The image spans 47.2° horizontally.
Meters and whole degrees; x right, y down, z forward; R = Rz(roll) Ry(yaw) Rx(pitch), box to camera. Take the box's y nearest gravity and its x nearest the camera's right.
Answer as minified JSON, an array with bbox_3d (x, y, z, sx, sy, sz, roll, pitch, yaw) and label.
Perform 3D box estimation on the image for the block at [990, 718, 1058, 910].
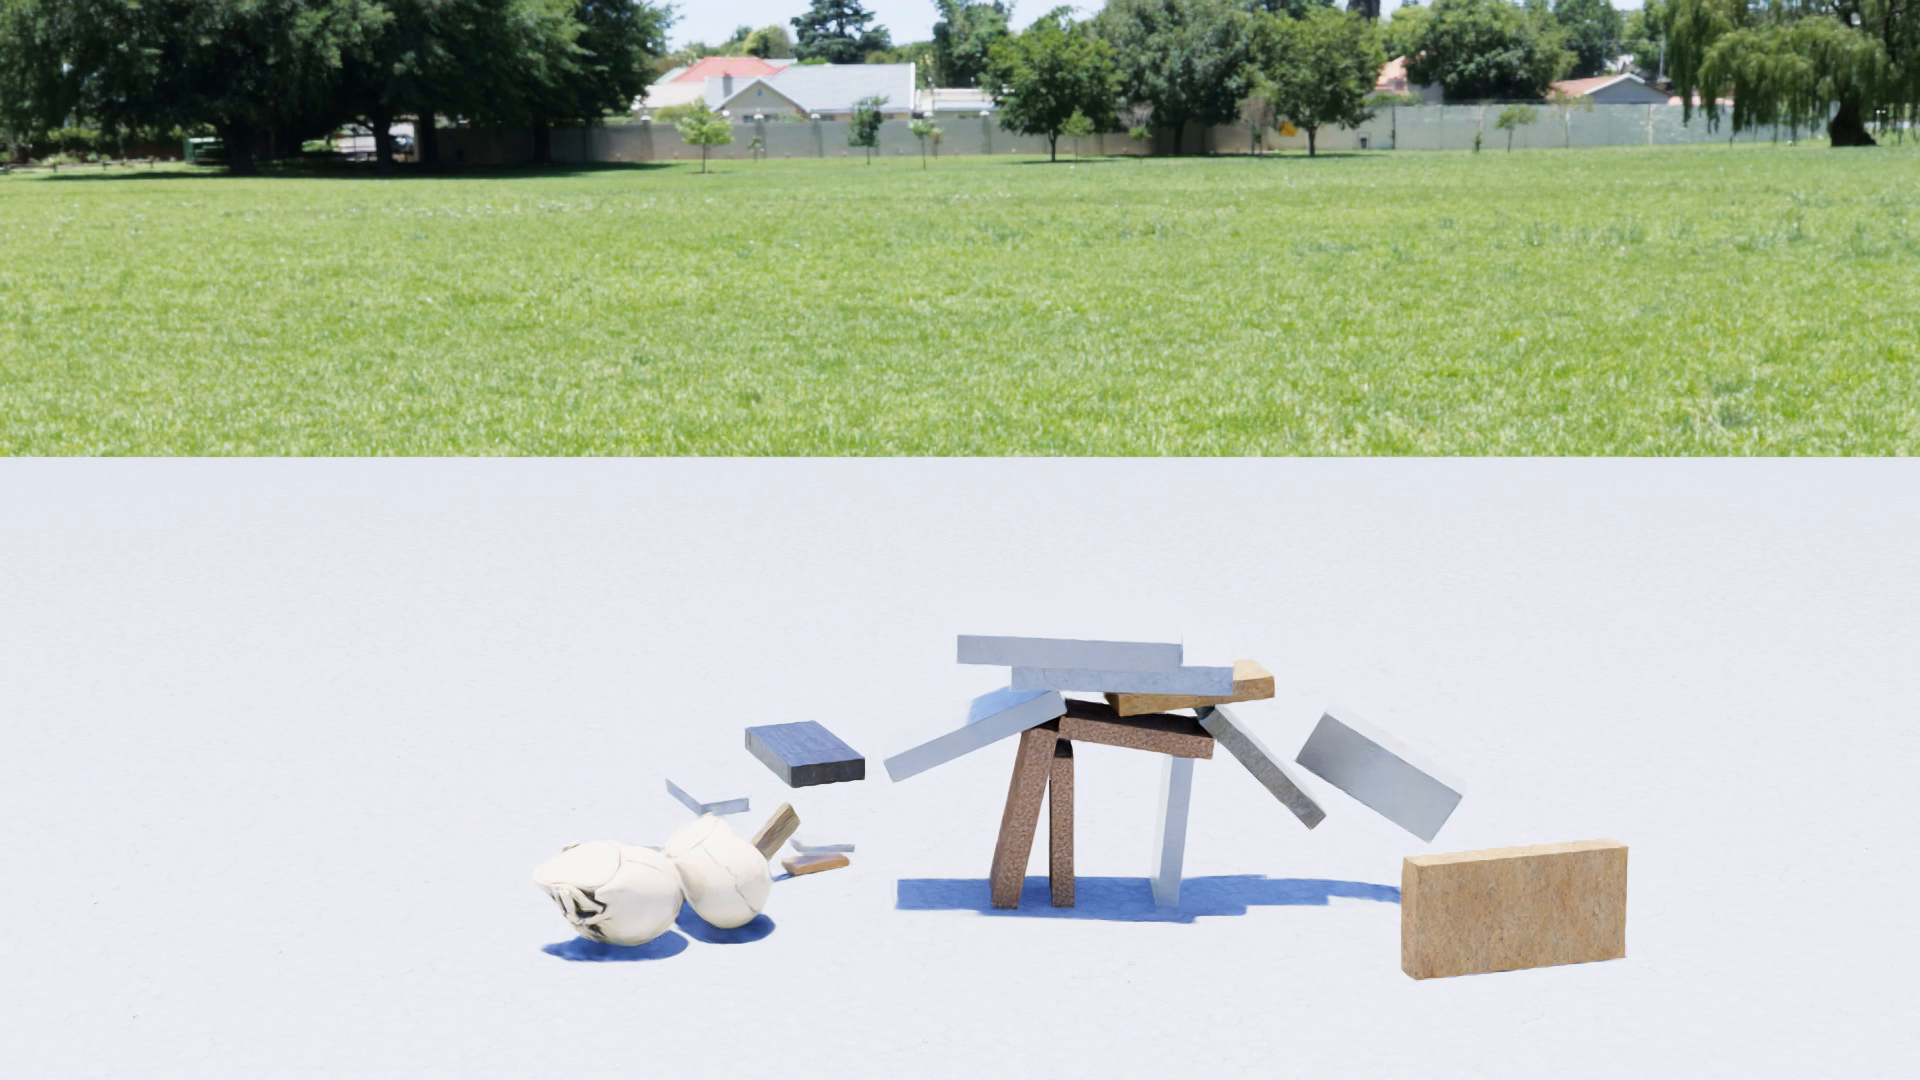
[{"bbox_3d":[0.104,0.439,3.640,0.043,0.306,0.153,12,10,-3],"label":"block"}]

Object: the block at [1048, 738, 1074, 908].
[{"bbox_3d":[0.168,0.466,3.643,0.036,0.254,0.127,-1,11,0],"label":"block"}]

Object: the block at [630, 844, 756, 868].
[{"bbox_3d":[-0.454,0.541,3.759,0.193,0.027,0.096,2,-9,10],"label":"block"}]

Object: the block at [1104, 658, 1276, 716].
[{"bbox_3d":[0.375,0.242,3.621,0.259,0.037,0.130,-6,10,-7],"label":"block"}]

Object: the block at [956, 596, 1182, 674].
[{"bbox_3d":[0.179,0.151,3.549,0.353,0.050,0.176,2,19,5],"label":"block"}]

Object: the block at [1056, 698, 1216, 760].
[{"bbox_3d":[0.284,0.309,3.617,0.254,0.036,0.127,9,10,-2],"label":"block"}]

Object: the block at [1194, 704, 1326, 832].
[{"bbox_3d":[0.493,0.361,3.633,0.259,0.037,0.130,44,7,-7],"label":"block"}]

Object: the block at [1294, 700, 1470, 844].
[{"bbox_3d":[0.695,0.383,3.630,0.259,0.130,0.037,31,42,10],"label":"block"}]

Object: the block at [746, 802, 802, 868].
[{"bbox_3d":[-0.316,0.499,3.729,0.015,0.052,0.103,19,57,39],"label":"block"}]

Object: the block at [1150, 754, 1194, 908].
[{"bbox_3d":[0.350,0.465,3.643,0.036,0.254,0.127,5,10,-1],"label":"block"}]

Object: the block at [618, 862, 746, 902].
[{"bbox_3d":[-0.465,0.572,3.689,0.193,0.027,0.096,2,11,9],"label":"block"}]

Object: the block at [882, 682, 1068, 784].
[{"bbox_3d":[0.024,0.302,3.614,0.306,0.043,0.153,-23,10,4],"label":"block"}]

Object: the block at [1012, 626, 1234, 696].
[{"bbox_3d":[0.264,0.192,3.585,0.353,0.050,0.176,2,19,3],"label":"block"}]

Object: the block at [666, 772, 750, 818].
[{"bbox_3d":[-0.479,0.482,4.174,0.096,0.027,0.193,-5,12,-27],"label":"block"}]

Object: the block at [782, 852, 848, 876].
[{"bbox_3d":[-0.250,0.557,3.798,0.103,0.015,0.052,-5,11,-32],"label":"block"}]

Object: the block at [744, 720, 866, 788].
[{"bbox_3d":[-0.314,0.428,4.422,0.153,0.043,0.306,-4,11,-22],"label":"block"}]

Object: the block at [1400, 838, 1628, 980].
[{"bbox_3d":[0.844,0.559,3.345,0.353,0.176,0.050,-3,8,-15],"label":"block"}]

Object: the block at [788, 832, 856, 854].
[{"bbox_3d":[-0.239,0.525,3.802,0.103,0.015,0.052,2,15,-33],"label":"block"}]
